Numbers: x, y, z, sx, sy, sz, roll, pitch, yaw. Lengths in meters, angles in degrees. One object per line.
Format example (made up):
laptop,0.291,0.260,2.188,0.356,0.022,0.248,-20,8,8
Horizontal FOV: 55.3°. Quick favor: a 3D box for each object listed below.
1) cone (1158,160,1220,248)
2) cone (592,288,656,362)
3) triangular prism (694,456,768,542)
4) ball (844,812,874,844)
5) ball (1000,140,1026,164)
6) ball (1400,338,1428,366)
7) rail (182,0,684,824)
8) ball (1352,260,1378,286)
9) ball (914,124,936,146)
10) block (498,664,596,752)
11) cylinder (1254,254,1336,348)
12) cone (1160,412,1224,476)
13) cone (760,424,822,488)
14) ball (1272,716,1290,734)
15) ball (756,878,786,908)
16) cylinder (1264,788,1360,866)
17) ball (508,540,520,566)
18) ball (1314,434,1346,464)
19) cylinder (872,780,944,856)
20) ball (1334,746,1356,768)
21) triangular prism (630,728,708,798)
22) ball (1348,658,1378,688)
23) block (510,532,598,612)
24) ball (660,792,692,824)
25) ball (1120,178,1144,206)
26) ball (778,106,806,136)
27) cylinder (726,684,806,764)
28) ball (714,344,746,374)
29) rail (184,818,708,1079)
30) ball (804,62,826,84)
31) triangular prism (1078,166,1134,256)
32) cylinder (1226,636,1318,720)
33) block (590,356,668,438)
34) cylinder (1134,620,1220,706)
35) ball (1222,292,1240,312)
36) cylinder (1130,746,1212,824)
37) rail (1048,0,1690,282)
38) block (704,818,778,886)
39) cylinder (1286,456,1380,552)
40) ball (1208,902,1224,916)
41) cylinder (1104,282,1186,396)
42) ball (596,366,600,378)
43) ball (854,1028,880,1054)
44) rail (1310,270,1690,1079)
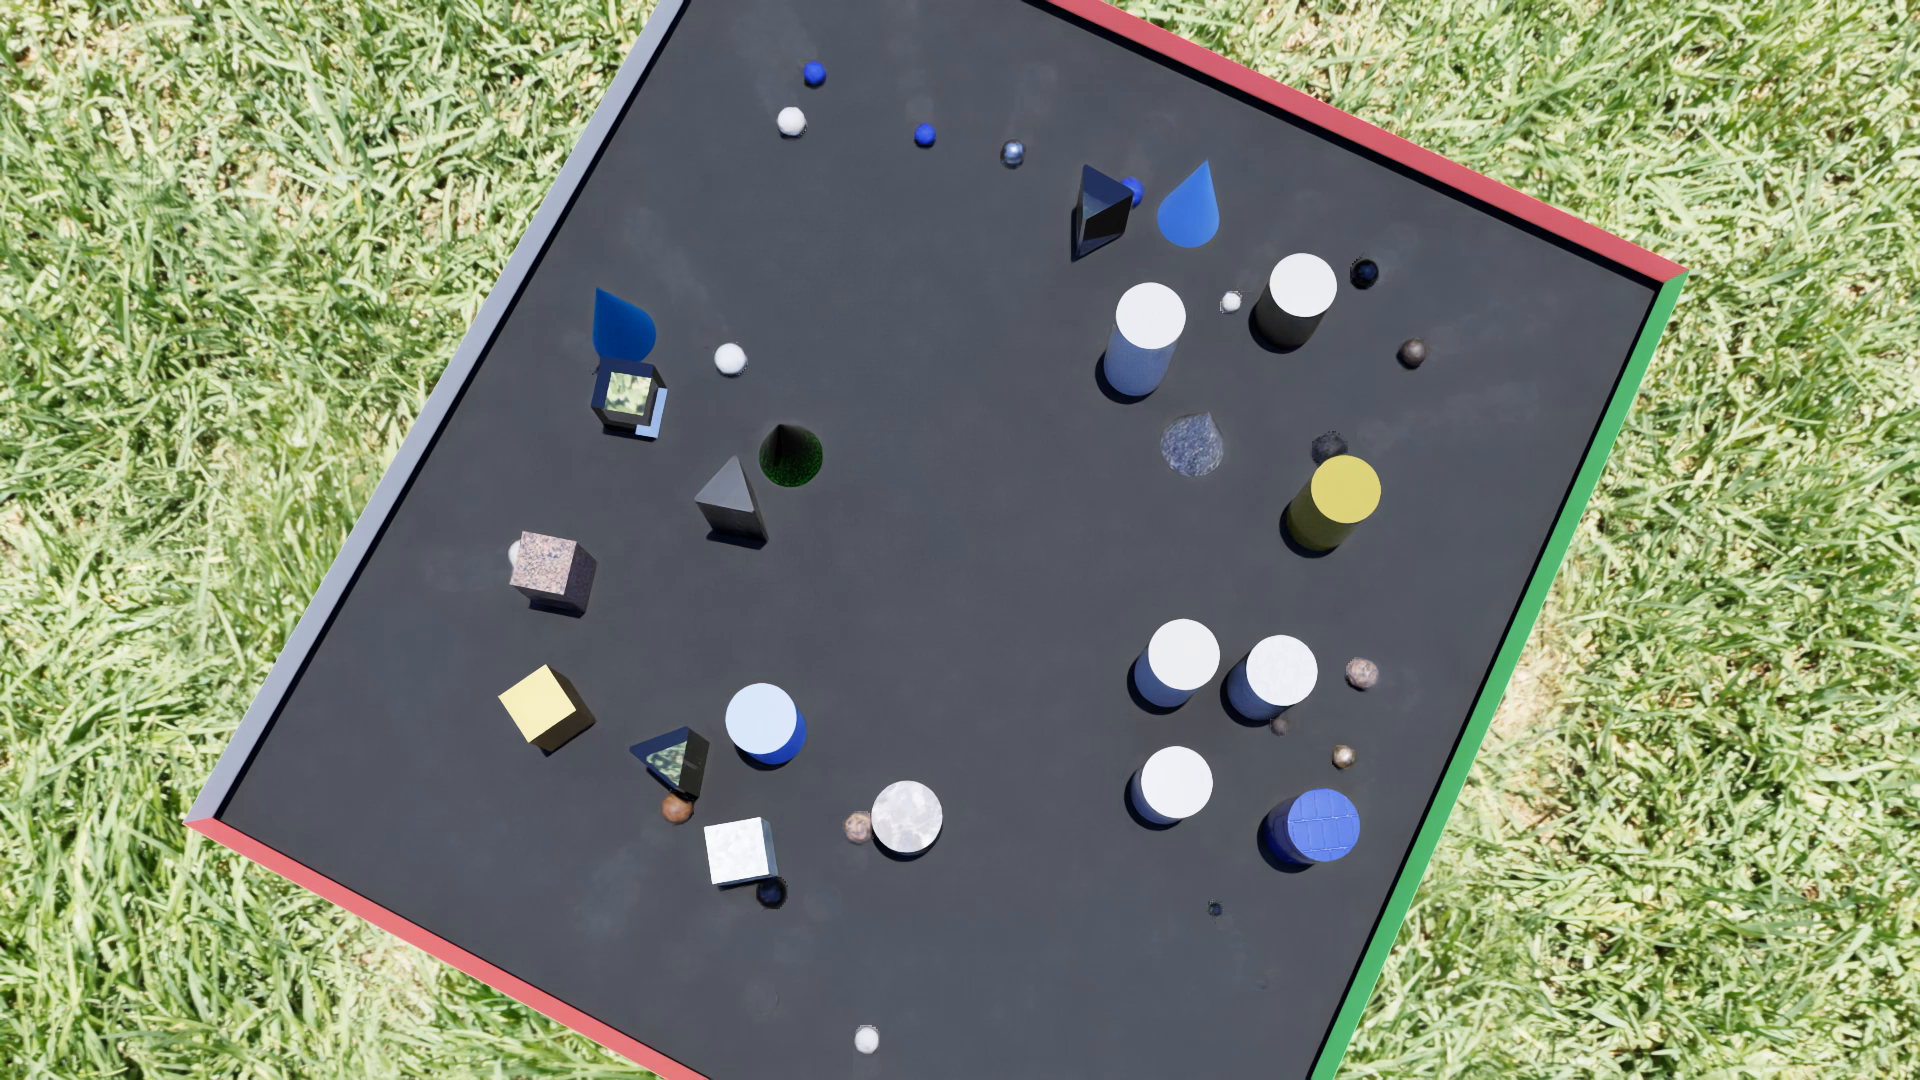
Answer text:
cone,0.726,-1.070,5.604,0.199,0.459,0.199,0,78,0
cone,-1.054,-0.687,5.529,0.199,0.451,0.199,0,78,0
triangular prism,-0.656,-0.126,5.427,0.172,0.423,0.149,11,79,2
ball,-0.296,0.847,5.391,0.090,0.090,0.090,0,78,0
ball,0.169,-1.235,5.832,0.079,0.079,0.079,0,78,0
ball,1.412,-0.586,5.695,0.084,0.084,0.084,0,78,0
rail,-1.446,-0.701,5.695,0.045,0.129,3.533,26,80,5
ball,1.273,-0.838,5.749,0.081,0.081,0.081,0,78,0
ball,-0.111,-1.293,5.849,0.069,0.069,0.069,0,78,0
block,-1.201,0.495,5.356,0.159,0.310,0.159,-35,80,-7
cylinder,1.023,-0.728,5.609,0.199,0.309,0.199,0,78,0
cone,0.720,-0.331,5.490,0.199,0.383,0.199,0,78,0
cone,-0.523,-0.298,5.485,0.199,0.378,0.199,0,78,0
ball,0.957,0.553,5.464,0.054,0.054,0.054,0,78,0
ball,-0.553,1.031,5.357,0.090,0.090,0.090,0,78,0
cylinder,1.001,0.824,5.240,0.199,0.403,0.199,0,78,0
ball,-1.318,0.045,5.557,0.099,0.099,0.099,0,78,0
ball,1.136,-0.279,5.625,0.097,0.097,0.097,0,78,0
cylinder,-0.149,0.807,5.291,0.199,0.311,0.199,0,78,0
ball,1.144,0.647,5.449,0.066,0.066,0.066,0,78,0
triangular prism,-0.801,0.617,5.274,0.172,0.421,0.149,39,81,7
ball,1.207,0.401,5.489,0.089,0.089,0.089,0,78,0
block,-1.201,0.098,5.436,0.159,0.315,0.159,11,79,2
ball,-0.835,0.789,5.406,0.093,0.093,0.093,0,78,0
ball,0.539,-1.103,5.801,0.086,0.086,0.086,0,78,0
ball,-0.538,-1.336,5.847,0.091,0.091,0.091,0,78,0
cylinder,-0.559,0.538,5.325,0.199,0.354,0.199,0,78,0
ball,-0.713,-0.561,5.684,0.097,0.097,0.097,0,78,0
rail,-0.779,1.533,5.232,3.281,0.129,0.045,26,80,5
ball,-0.468,-1.500,5.890,0.072,0.072,0.072,0,78,0
triangular prism,0.412,-1.035,5.669,0.172,0.318,0.149,-29,80,-6
cylinder,0.903,0.405,5.334,0.199,0.390,0.199,0,78,0
block,-1.004,-0.433,5.574,0.159,0.259,0.159,10,78,2
cylinder,0.625,0.362,5.324,0.199,0.426,0.199,0,78,0
ball,0.849,-0.744,5.740,0.060,0.060,0.060,0,78,0
cylinder,0.607,0.712,5.292,0.199,0.347,0.199,0,78,0
rail,0.779,-1.519,5.864,3.281,0.129,0.045,26,80,5
block,-0.629,0.901,5.287,0.159,0.280,0.159,-10,78,-2
cylinder,1.102,-0.104,5.430,0.199,0.407,0.199,0,78,0
ball,0.750,1.083,5.371,0.042,0.042,0.042,0,78,0
cylinder,0.548,-0.595,5.494,0.199,0.482,0.199,0,78,0
ball,-1.112,-0.522,5.701,0.046,0.046,0.046,0,78,0
ball,-0.268,1.442,5.282,0.071,0.071,0.071,0,78,0
rail,1.446,0.715,5.402,0.045,0.129,3.533,26,80,5
